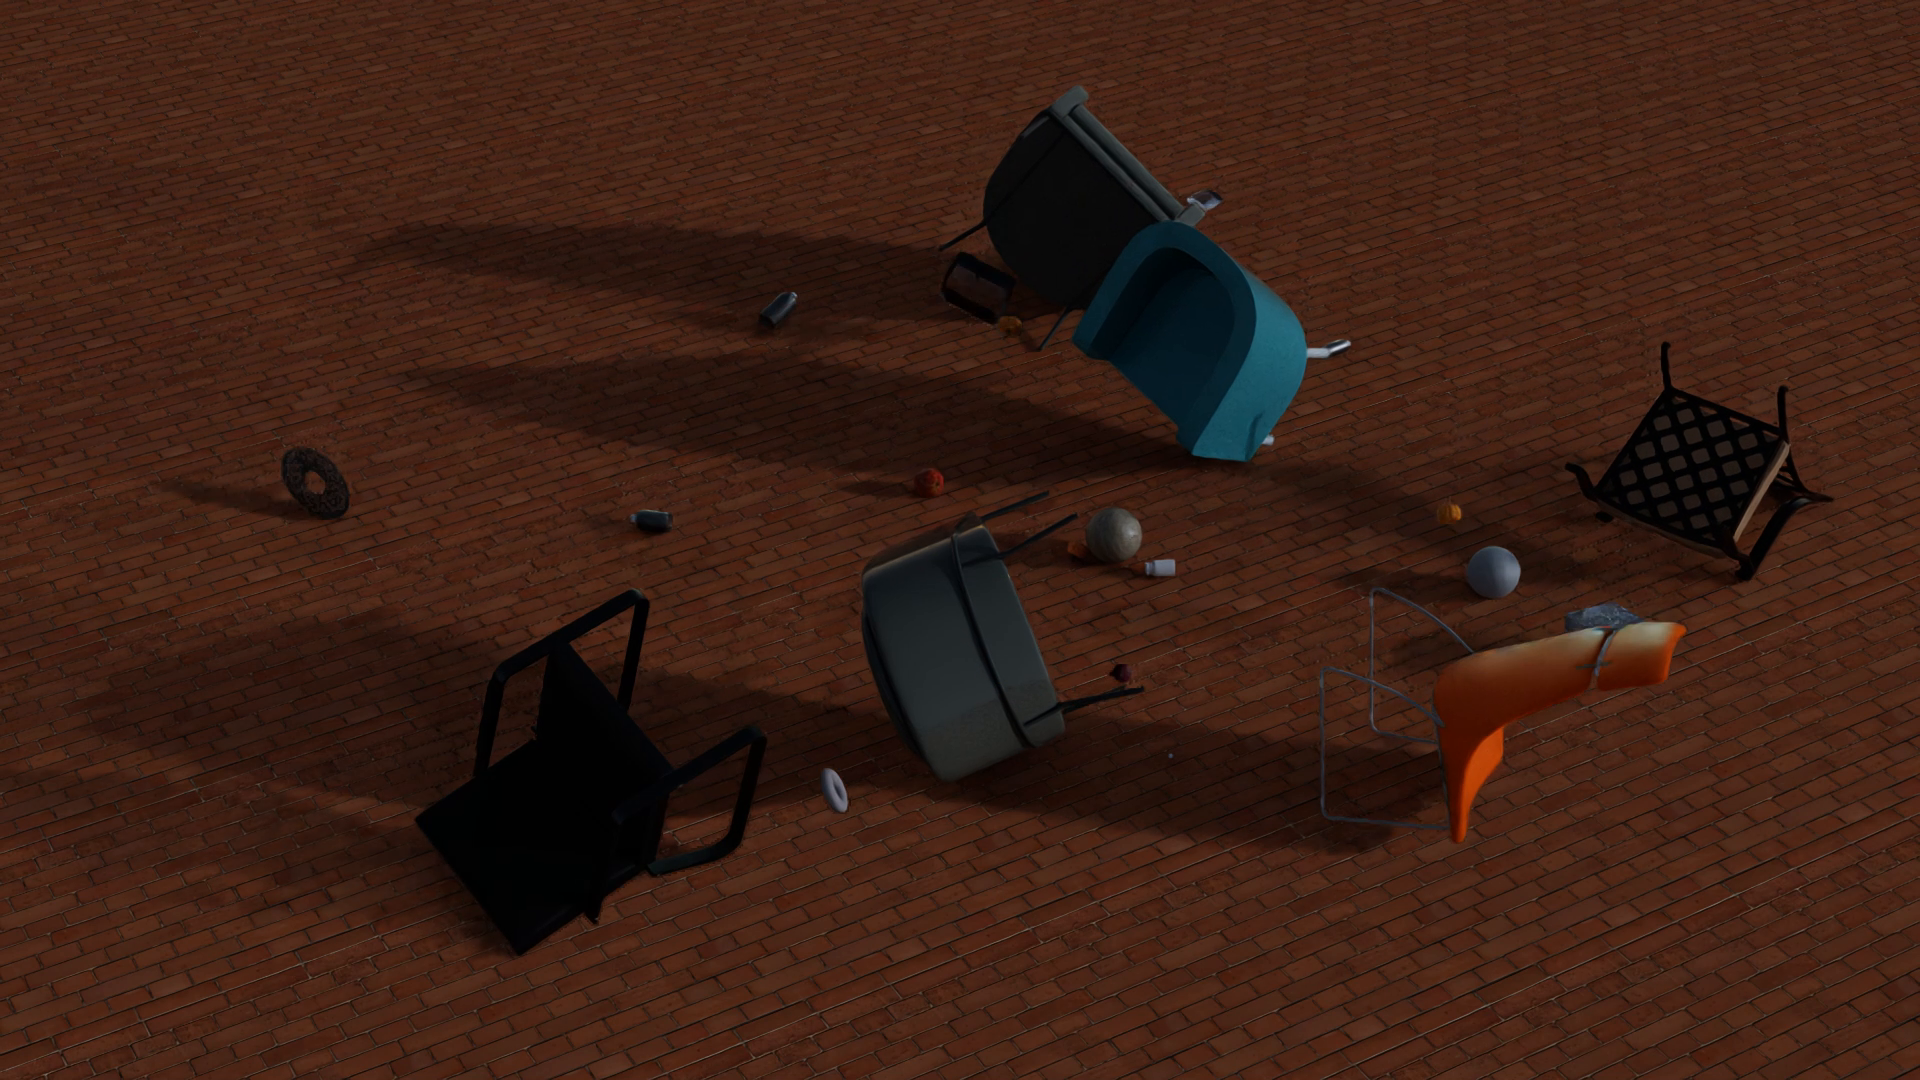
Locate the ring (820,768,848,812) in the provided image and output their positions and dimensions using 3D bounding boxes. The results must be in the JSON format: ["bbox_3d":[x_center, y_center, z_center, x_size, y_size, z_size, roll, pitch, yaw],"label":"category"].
[{"bbox_3d":[-0.380,0.757,8.862,0.036,0.116,0.150,-28,62,18],"label":"ring"}]

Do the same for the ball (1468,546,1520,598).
[{"bbox_3d":[1.929,0.116,10.595,0.191,0.191,0.191,0,33,0],"label":"ball"}]

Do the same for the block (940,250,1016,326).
[{"bbox_3d":[0.074,-1.034,12.044,0.262,0.174,0.136,28,60,5],"label":"block"}]

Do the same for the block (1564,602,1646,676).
[{"bbox_3d":[2.246,0.343,10.215,0.200,0.162,0.193,-13,24,-20],"label":"block"}]

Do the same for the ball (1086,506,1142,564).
[{"bbox_3d":[0.566,-0.017,10.781,0.209,0.209,0.209,0,33,0],"label":"ball"}]

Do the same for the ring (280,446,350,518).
[{"bbox_3d":[-2.437,-0.217,11.079,0.196,0.082,0.345,-43,76,-5],"label":"ring"}]

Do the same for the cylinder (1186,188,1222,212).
[{"bbox_3d":[1.103,-1.533,13.225,0.121,0.046,0.118,35,49,26],"label":"cylinder"}]

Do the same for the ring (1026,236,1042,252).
[{"bbox_3d":[0.324,-1.303,12.877,0.069,0.050,0.088,-15,38,-25],"label":"ring"}]
